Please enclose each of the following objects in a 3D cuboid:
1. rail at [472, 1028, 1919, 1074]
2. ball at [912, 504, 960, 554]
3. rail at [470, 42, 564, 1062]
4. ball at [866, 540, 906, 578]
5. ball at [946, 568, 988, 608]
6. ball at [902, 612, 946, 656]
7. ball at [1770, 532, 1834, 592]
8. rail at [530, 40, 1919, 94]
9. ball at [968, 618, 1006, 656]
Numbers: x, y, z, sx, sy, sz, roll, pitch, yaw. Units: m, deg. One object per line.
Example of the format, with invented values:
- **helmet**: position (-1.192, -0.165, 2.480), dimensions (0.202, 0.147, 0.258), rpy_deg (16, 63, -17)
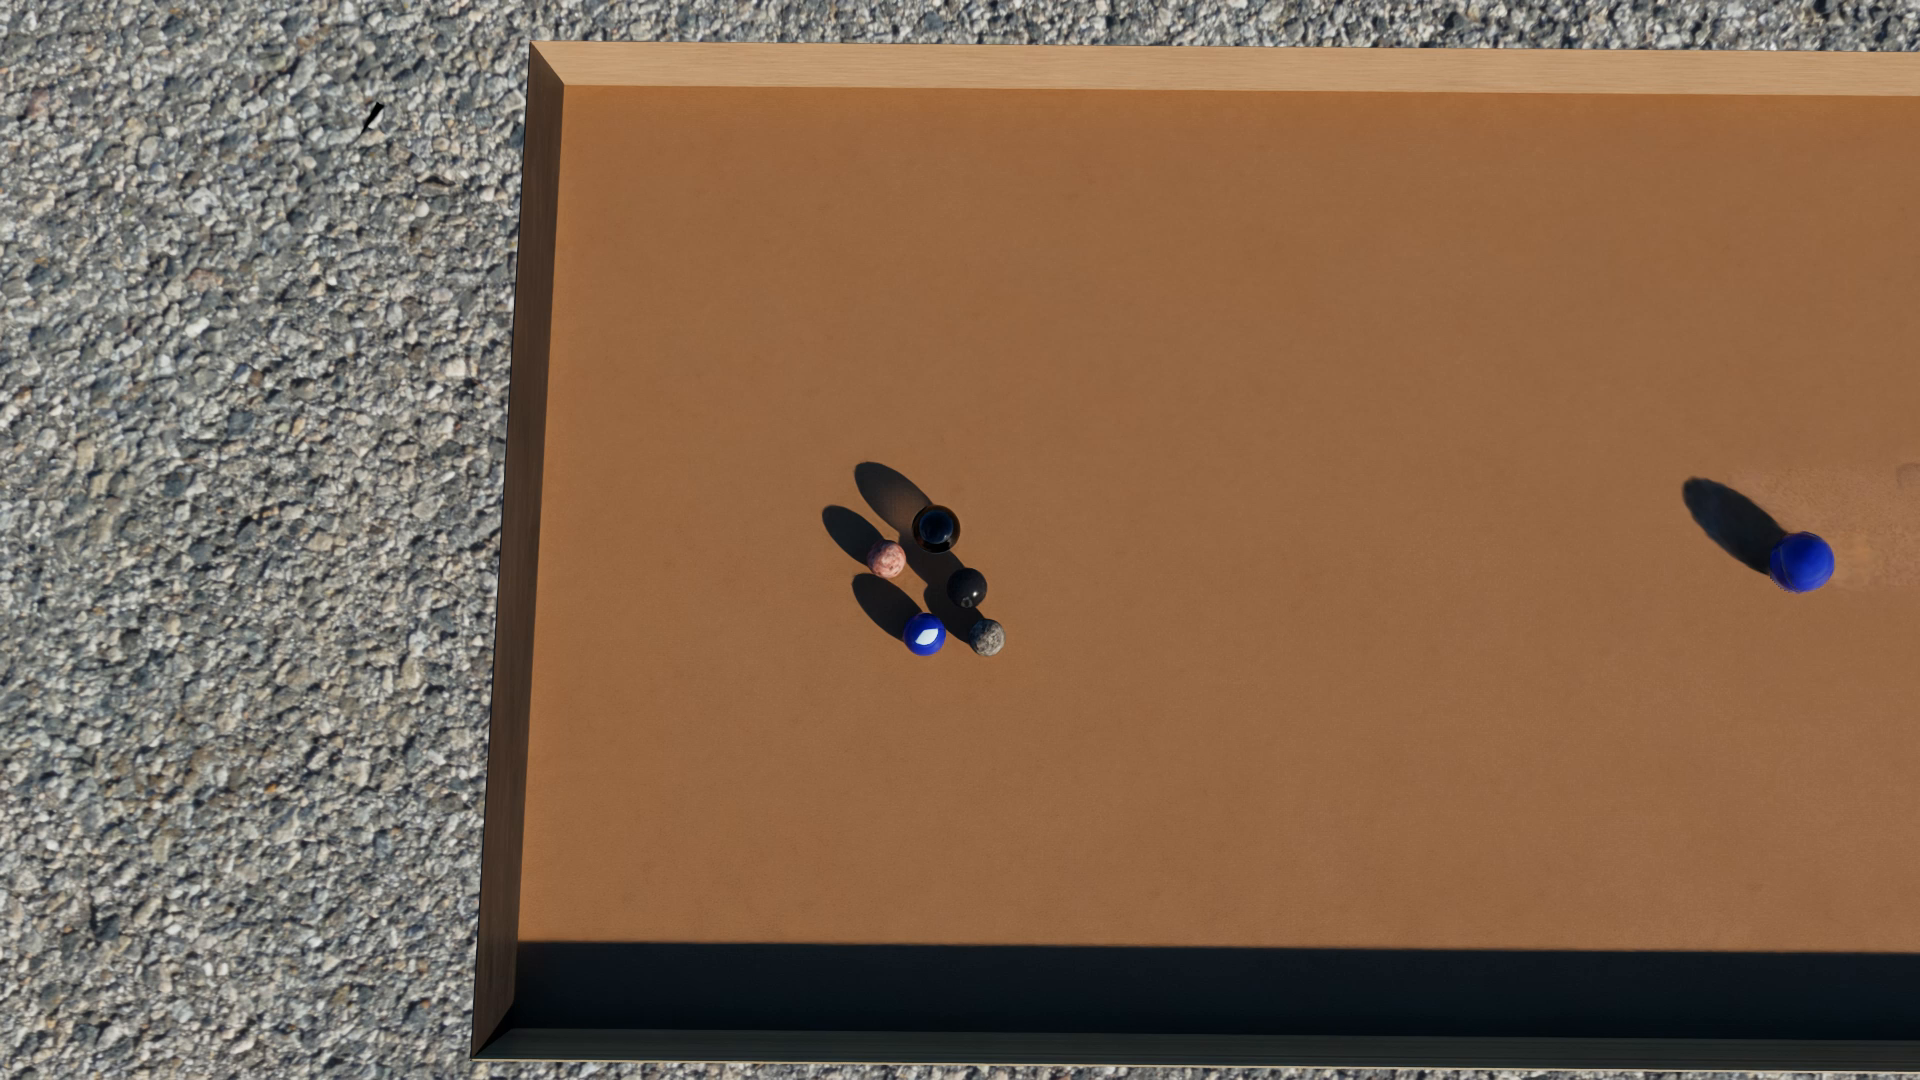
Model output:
- **rail**: position (0.670, 0.728, 3.124), dimensions (2.708, 0.119, 0.045), rpy_deg (0, 77, 0)
- **ball**: position (-0.036, -0.016, 3.325), dimensions (0.075, 0.075, 0.075), rpy_deg (0, 77, 0)
- **rail**: position (-0.653, -0.012, 3.300), dimensions (0.045, 0.119, 1.546), rpy_deg (0, 77, 0)
- **ball**: position (-0.111, 0.029, 3.322), dimensions (0.059, 0.059, 0.059), rpy_deg (0, 77, 0)
- **ball**: position (0.011, 0.072, 3.310), dimensions (0.062, 0.062, 0.062), rpy_deg (0, 77, 0)
- **ball**: position (-0.053, 0.141, 3.292), dimensions (0.065, 0.065, 0.065), rpy_deg (0, 77, 0)
- **ball**: position (1.265, 0.034, 3.304), dimensions (0.092, 0.092, 0.092), rpy_deg (0, 77, 0)
- **rail**: position (0.683, -0.730, 3.470), dimensions (2.708, 0.119, 0.045), rpy_deg (0, 77, 0)
- **ball**: position (0.040, 0.146, 3.296), dimensions (0.057, 0.057, 0.057), rpy_deg (0, 77, 0)
